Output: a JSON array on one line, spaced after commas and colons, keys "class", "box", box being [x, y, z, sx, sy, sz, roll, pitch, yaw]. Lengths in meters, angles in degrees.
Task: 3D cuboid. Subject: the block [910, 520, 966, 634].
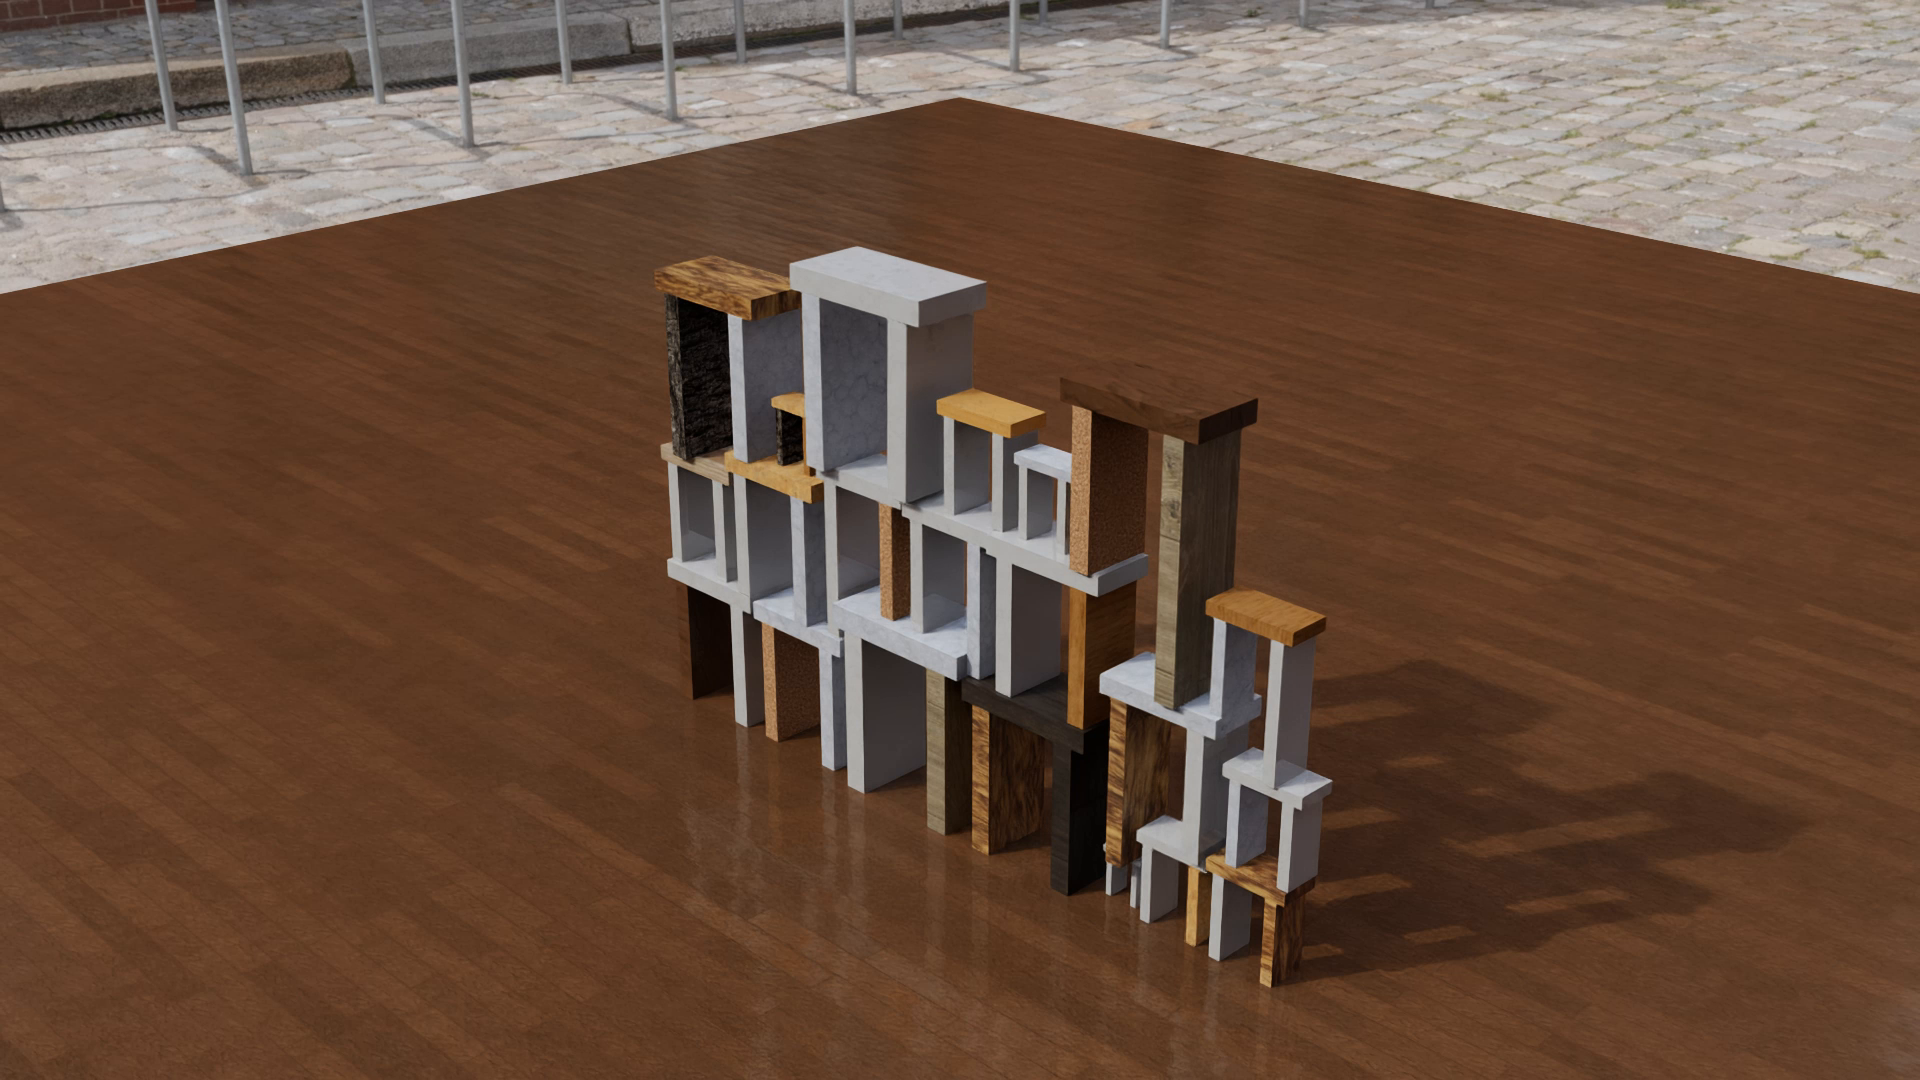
[{"class": "block", "box": [-0.043, 0.056, 4.295, 0.033, 0.233, 0.117, 21, 31, 41]}]

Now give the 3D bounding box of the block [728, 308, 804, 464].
[{"class": "block", "box": [-0.397, -0.328, 4.520, 0.155, 0.310, 0.044, -21, 31, -41]}]

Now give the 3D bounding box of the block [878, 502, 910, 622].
[{"class": "block", "box": [-0.102, 0.027, 4.348, 0.122, 0.244, 0.035, -21, 31, -41]}]

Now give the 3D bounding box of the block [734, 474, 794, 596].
[{"class": "block", "box": [-0.410, -0.028, 4.657, 0.038, 0.271, 0.135, 21, 31, 41]}]

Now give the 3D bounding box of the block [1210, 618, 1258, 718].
[{"class": "block", "box": [0.473, 0.207, 3.796, 0.026, 0.184, 0.092, 21, 31, 40]}]

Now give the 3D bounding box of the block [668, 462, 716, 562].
[{"class": "block", "box": [-0.580, -0.075, 4.822, 0.032, 0.229, 0.114, 21, 31, 41]}]

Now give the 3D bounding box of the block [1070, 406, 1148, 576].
[{"class": "block", "box": [0.265, -0.106, 3.889, 0.044, 0.309, 0.154, 21, 31, 41]}]

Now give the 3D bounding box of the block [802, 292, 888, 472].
[{"class": "block", "box": [-0.224, -0.329, 4.332, 0.050, 0.355, 0.178, 21, 31, 40]}]

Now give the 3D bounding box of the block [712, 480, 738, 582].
[{"class": "block", "box": [-0.472, -0.033, 4.723, 0.032, 0.229, 0.114, 21, 31, 41]}]

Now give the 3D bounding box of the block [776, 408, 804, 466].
[{"class": "block", "box": [-0.347, -0.218, 4.502, 0.062, 0.123, 0.017, -21, 31, -41]}]

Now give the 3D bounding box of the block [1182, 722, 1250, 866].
[{"class": "block", "box": [0.455, 0.436, 3.922, 0.037, 0.263, 0.131, 21, 31, 40]}]

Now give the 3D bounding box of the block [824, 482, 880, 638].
[{"class": "block", "box": [-0.216, 0.025, 4.473, 0.035, 0.337, 0.122, 21, 31, 40]}]

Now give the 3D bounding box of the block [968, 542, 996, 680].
[{"class": "block", "box": [0.067, 0.120, 4.202, 0.033, 0.278, 0.117, 21, 31, 41]}]

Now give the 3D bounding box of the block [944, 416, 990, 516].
[{"class": "block", "box": [0.013, -0.151, 4.153, 0.095, 0.193, 0.027, -21, 31, -41]}]

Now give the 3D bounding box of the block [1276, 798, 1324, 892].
[{"class": "block", "box": [0.589, 0.518, 3.811, 0.024, 0.171, 0.085, 21, 31, 40]}]

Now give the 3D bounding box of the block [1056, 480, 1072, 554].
[{"class": "block", "box": [0.207, -0.051, 3.973, 0.020, 0.142, 0.071, 21, 31, 41]}]

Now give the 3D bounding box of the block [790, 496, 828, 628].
[{"class": "block", "box": [-0.282, 0.026, 4.541, 0.038, 0.281, 0.135, 21, 31, 41]}]

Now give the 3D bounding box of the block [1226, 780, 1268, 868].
[{"class": "block", "box": [0.509, 0.487, 3.885, 0.024, 0.171, 0.085, 21, 31, 41]}]

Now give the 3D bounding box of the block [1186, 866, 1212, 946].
[{"class": "block", "box": [0.449, 0.653, 4.015, 0.023, 0.162, 0.081, 20, 30, 40]}]

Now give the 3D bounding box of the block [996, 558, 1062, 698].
[{"class": "block", "box": [0.130, 0.146, 4.144, 0.039, 0.275, 0.138, 21, 31, 41]}]

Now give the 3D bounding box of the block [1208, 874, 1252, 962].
[{"class": "block", "box": [0.490, 0.665, 3.970, 0.025, 0.175, 0.087, 21, 31, 41]}]

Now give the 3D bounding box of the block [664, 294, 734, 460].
[{"class": "block", "box": [-0.543, -0.363, 4.664, 0.044, 0.359, 0.155, 21, 31, 41]}]

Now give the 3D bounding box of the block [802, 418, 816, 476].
[{"class": "block", "box": [-0.288, -0.196, 4.449, 0.062, 0.123, 0.017, -21, 31, -41]}]

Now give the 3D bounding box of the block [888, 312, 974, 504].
[{"class": "block", "box": [-0.056, -0.264, 4.179, 0.050, 0.355, 0.178, 22, 32, 40]}]

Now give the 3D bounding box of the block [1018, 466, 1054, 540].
[{"class": "block", "box": [0.140, -0.077, 4.035, 0.020, 0.142, 0.071, 21, 31, 41]}]

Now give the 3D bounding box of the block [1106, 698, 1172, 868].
[{"class": "block", "box": [0.329, 0.426, 4.050, 0.037, 0.343, 0.131, 21, 31, 40]}]

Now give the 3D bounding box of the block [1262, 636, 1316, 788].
[{"class": "block", "box": [0.559, 0.282, 3.735, 0.026, 0.274, 0.092, 22, 31, 40]}]

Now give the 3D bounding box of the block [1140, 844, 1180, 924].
[{"class": "block", "box": [0.372, 0.623, 4.084, 0.081, 0.162, 0.023, -21, 31, -41]}]

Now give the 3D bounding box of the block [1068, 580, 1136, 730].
[{"class": "block", "box": [0.260, 0.196, 4.025, 0.039, 0.275, 0.138, 21, 31, 41]}]

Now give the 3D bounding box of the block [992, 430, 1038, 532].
[{"class": "block", "box": [0.102, -0.118, 4.070, 0.027, 0.190, 0.095, 21, 31, 41]}]

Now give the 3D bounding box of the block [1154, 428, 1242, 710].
[{"class": "block", "box": [0.409, 0.038, 3.791, 0.044, 0.498, 0.154, 21, 31, 40]}]

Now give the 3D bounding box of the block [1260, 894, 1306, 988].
[{"class": "block", "box": [0.572, 0.697, 3.894, 0.025, 0.175, 0.087, 21, 31, 41]}]
